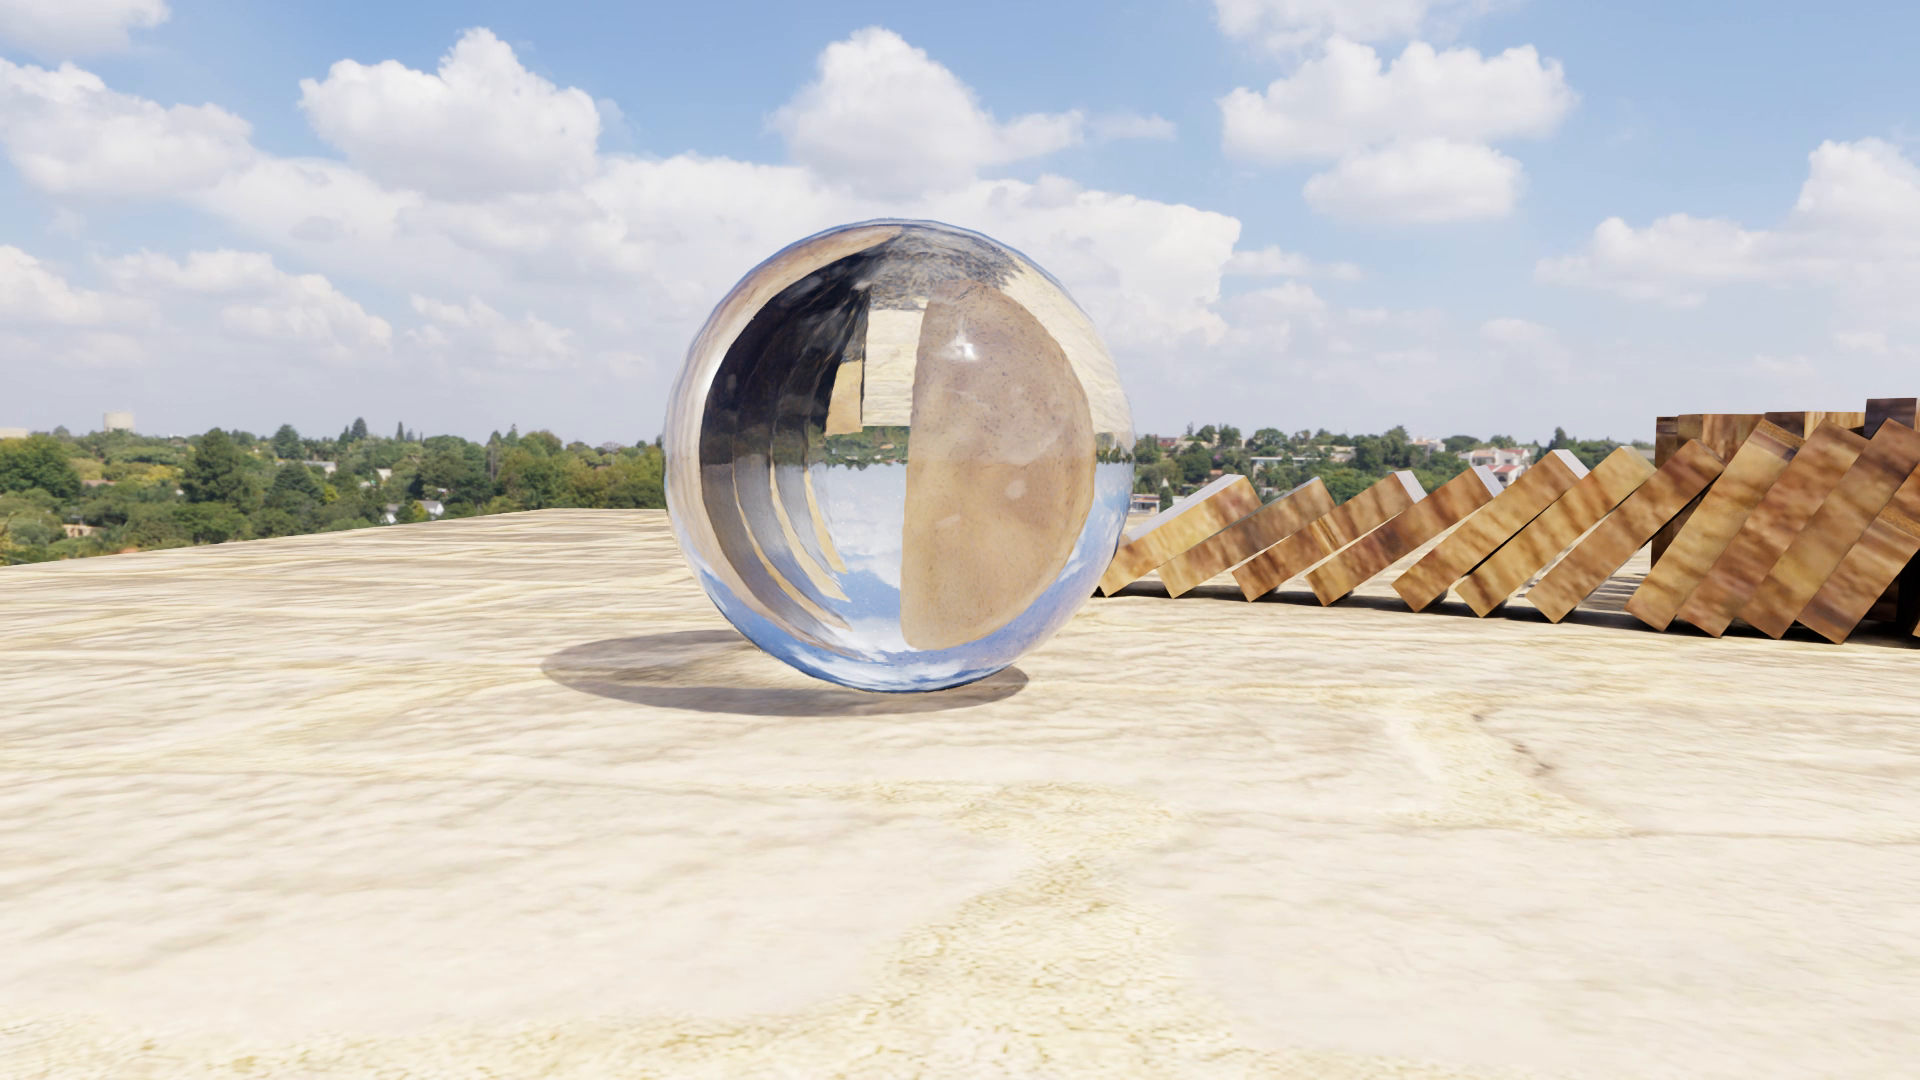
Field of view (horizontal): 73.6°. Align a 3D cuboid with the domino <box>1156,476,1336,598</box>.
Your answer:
[{"bbox_3d":[0.080,-0.001,0.359,0.050,0.009,0.025,-30,-3,14],"label":"domino"}]

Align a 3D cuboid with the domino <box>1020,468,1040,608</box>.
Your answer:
[{"bbox_3d":[0.009,-0.002,0.352,0.025,0.009,0.050,0,38,4],"label":"domino"}]

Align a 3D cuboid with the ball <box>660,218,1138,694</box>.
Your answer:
[{"bbox_3d":[-0.010,-0.014,0.219,0.080,0.080,0.080,0,4,0],"label":"ball"}]

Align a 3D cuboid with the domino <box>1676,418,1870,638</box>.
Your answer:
[{"bbox_3d":[0.180,-0.003,0.284,0.009,0.050,0.025,37,23,26],"label":"domino"}]

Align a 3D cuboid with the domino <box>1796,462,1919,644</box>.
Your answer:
[{"bbox_3d":[0.200,-0.002,0.275,0.010,0.050,0.025,37,24,26],"label":"domino"}]

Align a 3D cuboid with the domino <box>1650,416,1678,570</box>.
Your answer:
[{"bbox_3d":[0.205,-0.009,0.351,0.025,0.050,0.010,4,6,41],"label":"domino"}]

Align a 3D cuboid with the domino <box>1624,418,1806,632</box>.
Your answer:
[{"bbox_3d":[0.173,-0.003,0.293,0.009,0.050,0.025,37,23,26],"label":"domino"}]

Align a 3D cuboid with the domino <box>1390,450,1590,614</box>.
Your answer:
[{"bbox_3d":[0.134,-0.002,0.323,0.050,0.010,0.025,-47,-21,27],"label":"domino"}]

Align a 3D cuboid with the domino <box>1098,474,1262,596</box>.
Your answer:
[{"bbox_3d":[0.060,-0.002,0.367,0.050,0.009,0.025,-31,4,2],"label":"domino"}]

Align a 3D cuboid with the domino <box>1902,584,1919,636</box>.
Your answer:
[{"bbox_3d":[0.214,-0.003,0.267,0.010,0.050,0.025,25,16,28],"label":"domino"}]

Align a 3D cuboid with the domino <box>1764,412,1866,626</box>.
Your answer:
[{"bbox_3d":[0.204,-0.005,0.307,0.025,0.050,0.010,-2,5,-24],"label":"domino"}]

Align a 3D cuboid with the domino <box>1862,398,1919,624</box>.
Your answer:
[{"bbox_3d":[0.217,-0.006,0.296,0.025,0.050,0.010,6,0,-39],"label":"domino"}]

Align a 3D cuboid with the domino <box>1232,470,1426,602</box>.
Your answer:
[{"bbox_3d":[0.100,-0.001,0.346,0.050,0.010,0.025,-35,-13,26],"label":"domino"}]

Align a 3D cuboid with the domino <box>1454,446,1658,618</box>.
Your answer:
[{"bbox_3d":[0.146,-0.002,0.314,0.050,0.009,0.025,-49,-22,26],"label":"domino"}]

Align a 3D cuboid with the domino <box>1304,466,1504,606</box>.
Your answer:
[{"bbox_3d":[0.116,-0.001,0.335,0.050,0.009,0.025,-38,-15,27],"label":"domino"}]

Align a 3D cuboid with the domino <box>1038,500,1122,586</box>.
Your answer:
[{"bbox_3d":[0.027,0.001,0.378,0.025,0.010,0.050,-9,14,28],"label":"domino"}]

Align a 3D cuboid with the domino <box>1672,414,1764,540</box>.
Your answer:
[{"bbox_3d":[0.198,-0.007,0.329,0.025,0.050,0.009,0,4,-6],"label":"domino"}]

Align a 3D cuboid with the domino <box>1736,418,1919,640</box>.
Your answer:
[{"bbox_3d":[0.191,-0.003,0.282,0.009,0.050,0.025,37,23,26],"label":"domino"}]

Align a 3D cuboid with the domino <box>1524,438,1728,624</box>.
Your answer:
[{"bbox_3d":[0.158,-0.002,0.305,0.009,0.050,0.025,48,27,21],"label":"domino"}]

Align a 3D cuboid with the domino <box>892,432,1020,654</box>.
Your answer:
[{"bbox_3d":[0.000,0.000,0.270,0.025,0.050,0.010,0,-34,2],"label":"domino"}]
